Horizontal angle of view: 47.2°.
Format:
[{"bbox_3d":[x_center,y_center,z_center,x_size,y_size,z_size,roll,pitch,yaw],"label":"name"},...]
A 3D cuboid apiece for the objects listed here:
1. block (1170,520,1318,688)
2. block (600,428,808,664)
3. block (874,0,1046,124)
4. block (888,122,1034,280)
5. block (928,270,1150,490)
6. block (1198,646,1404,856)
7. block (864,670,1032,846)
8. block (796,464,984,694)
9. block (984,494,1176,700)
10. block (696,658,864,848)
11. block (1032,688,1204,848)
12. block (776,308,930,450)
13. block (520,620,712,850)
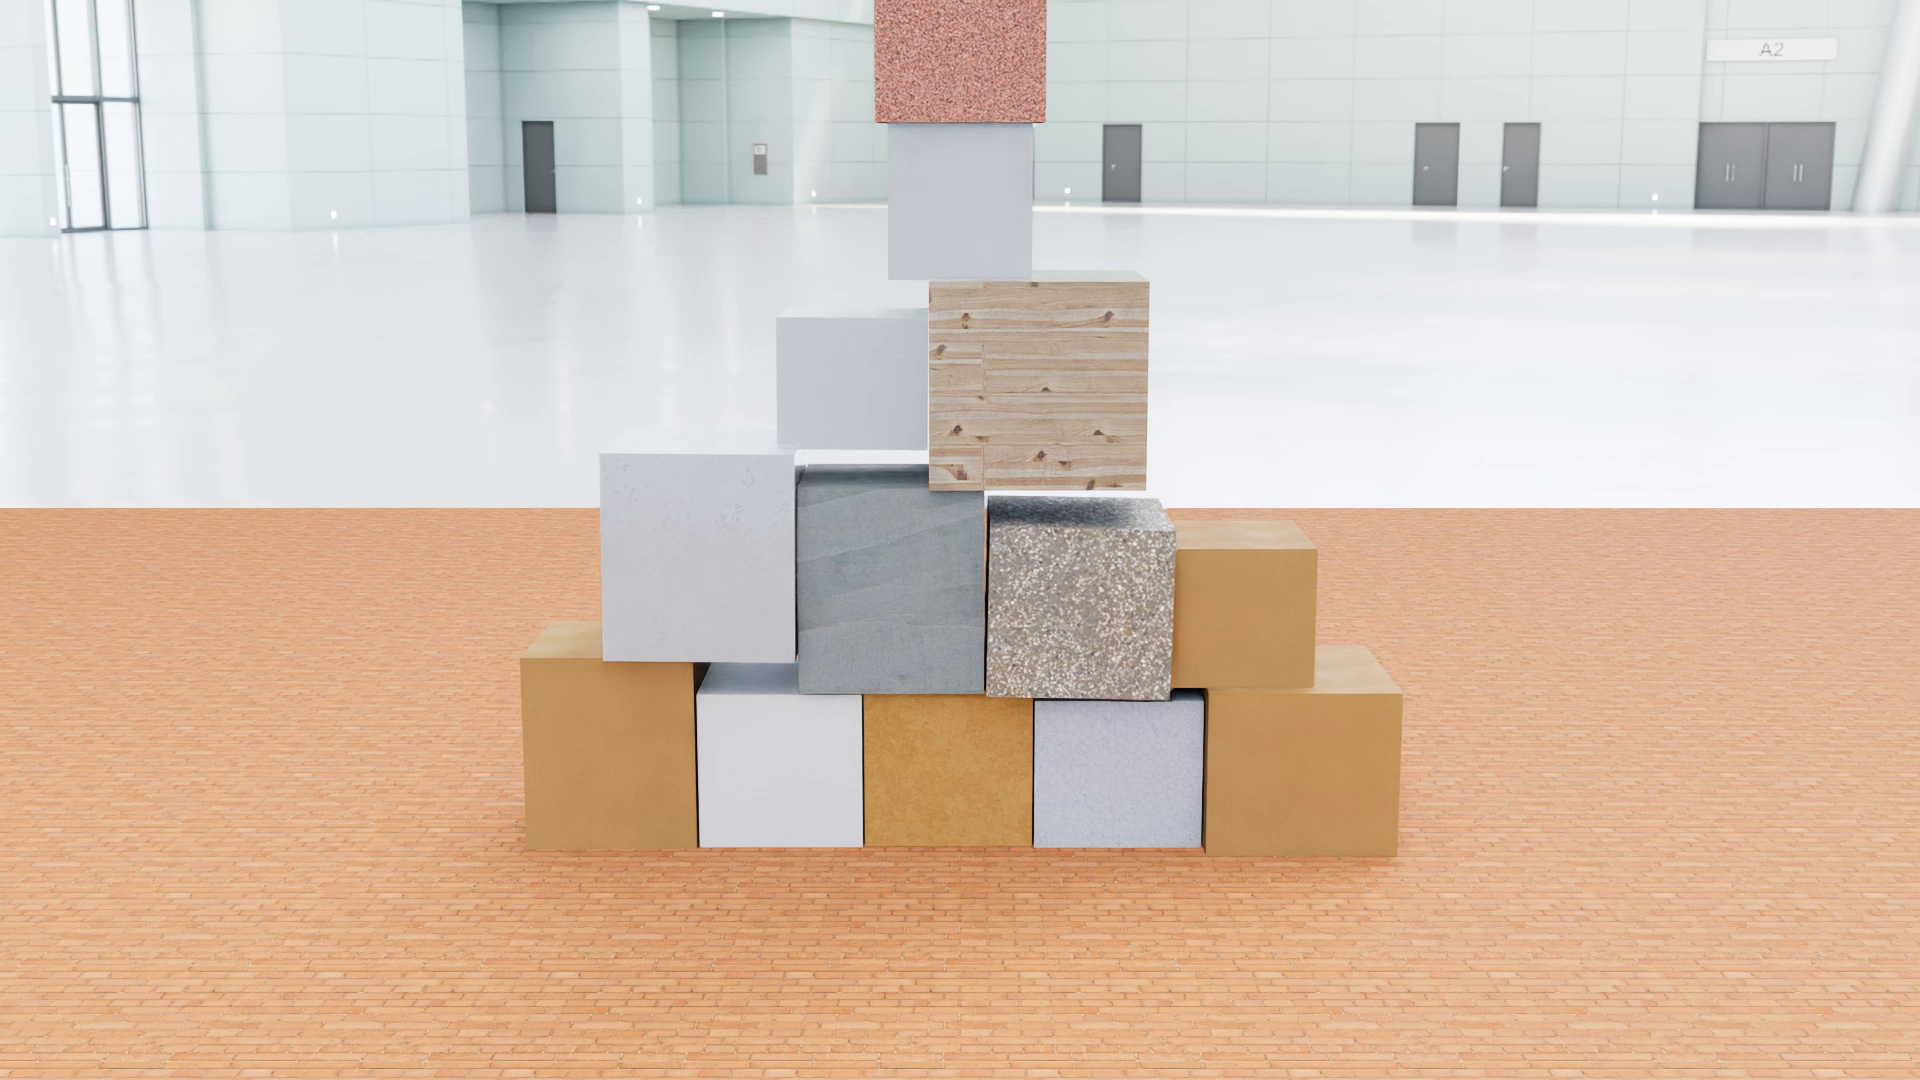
[{"bbox_3d":[1.401,0.315,11.242,0.709,0.698,0.820,0,10,0],"label":"block"},{"bbox_3d":[-1.274,0.005,11.165,0.941,1.029,0.966,1,10,0],"label":"block"},{"bbox_3d":[0.002,-2.441,10.742,0.809,0.792,0.832,0,10,0],"label":"block"},{"bbox_3d":[0.001,-1.681,10.866,0.691,0.747,0.732,0,10,0],"label":"block"},{"bbox_3d":[0.377,-0.821,11.041,1.053,1.008,0.972,0,10,0],"label":"block"},{"bbox_3d":[1.698,1.068,11.373,0.952,0.830,1.044,0,10,0],"label":"block"},{"bbox_3d":[-0.058,1.077,11.394,0.842,0.805,0.771,0,10,0],"label":"block"},{"bbox_3d":[-0.340,0.180,11.214,0.918,1.024,0.865,0,10,0],"label":"block"},{"bbox_3d":[0.589,0.275,11.219,0.903,0.845,0.994,1,10,0],"label":"block"},{"bbox_3d":[-0.899,1.088,11.372,0.820,0.791,0.772,0,10,0],"label":"block"},{"bbox_3d":[0.793,1.106,11.367,0.839,0.758,0.764,0,10,0],"label":"block"},{"bbox_3d":[-0.523,-0.819,11.051,0.744,0.648,0.659,0,10,0],"label":"block"},{"bbox_3d":[-1.747,0.990,11.374,0.855,0.983,0.866,0,10,0],"label":"block"}]
